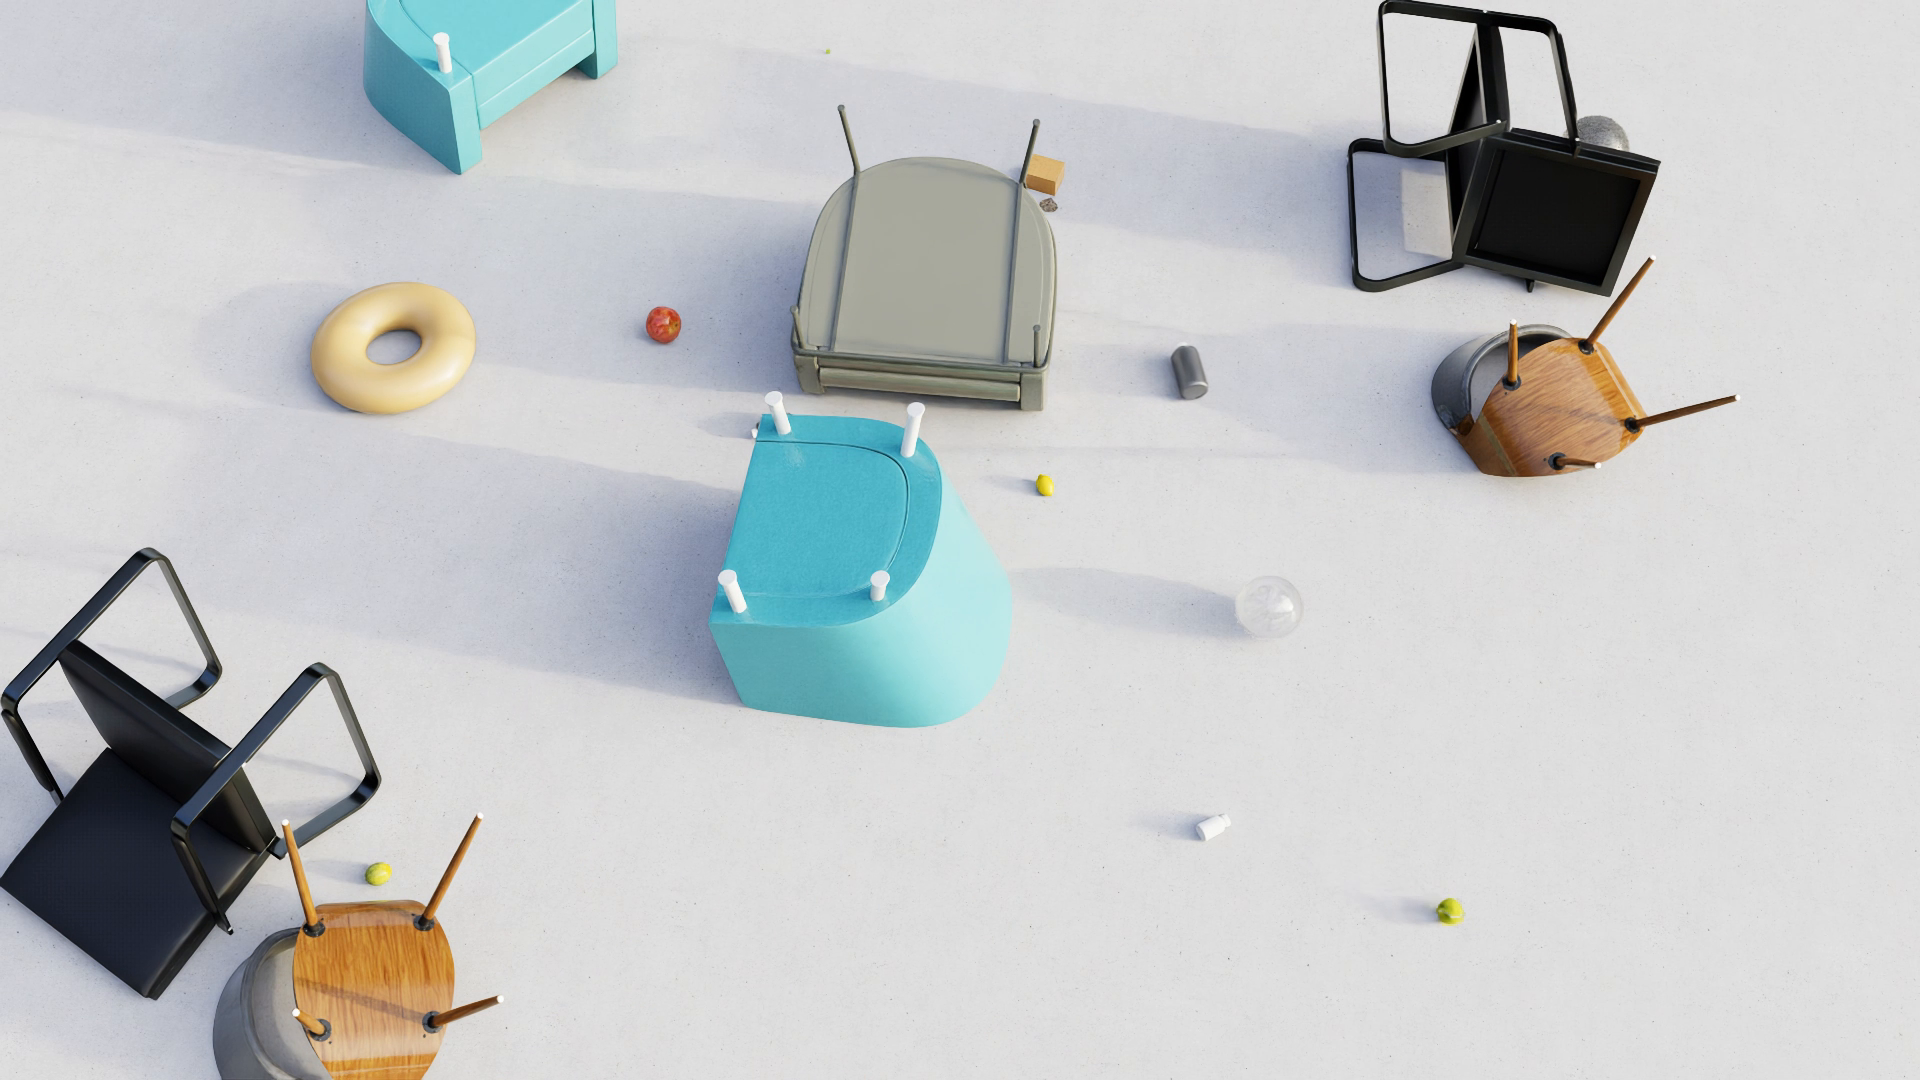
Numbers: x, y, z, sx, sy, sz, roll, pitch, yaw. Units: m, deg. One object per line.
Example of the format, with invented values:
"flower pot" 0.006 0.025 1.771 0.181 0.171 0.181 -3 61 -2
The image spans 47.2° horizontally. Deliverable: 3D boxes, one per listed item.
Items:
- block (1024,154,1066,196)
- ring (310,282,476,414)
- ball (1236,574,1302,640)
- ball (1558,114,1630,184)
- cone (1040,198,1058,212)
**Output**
"block" 0.282 -1.221 7.352 0.111 0.069 0.094 18 58 12
"ring" -1.779 -0.607 6.908 0.522 0.125 0.506 -38 63 -23
"ball" 0.891 0.195 6.330 0.188 0.188 0.188 0 56 0
"ball" 2.105 -1.296 7.305 0.229 0.229 0.229 0 56 0
"cone" 0.298 -1.126 7.316 0.062 0.047 0.063 13 36 1
